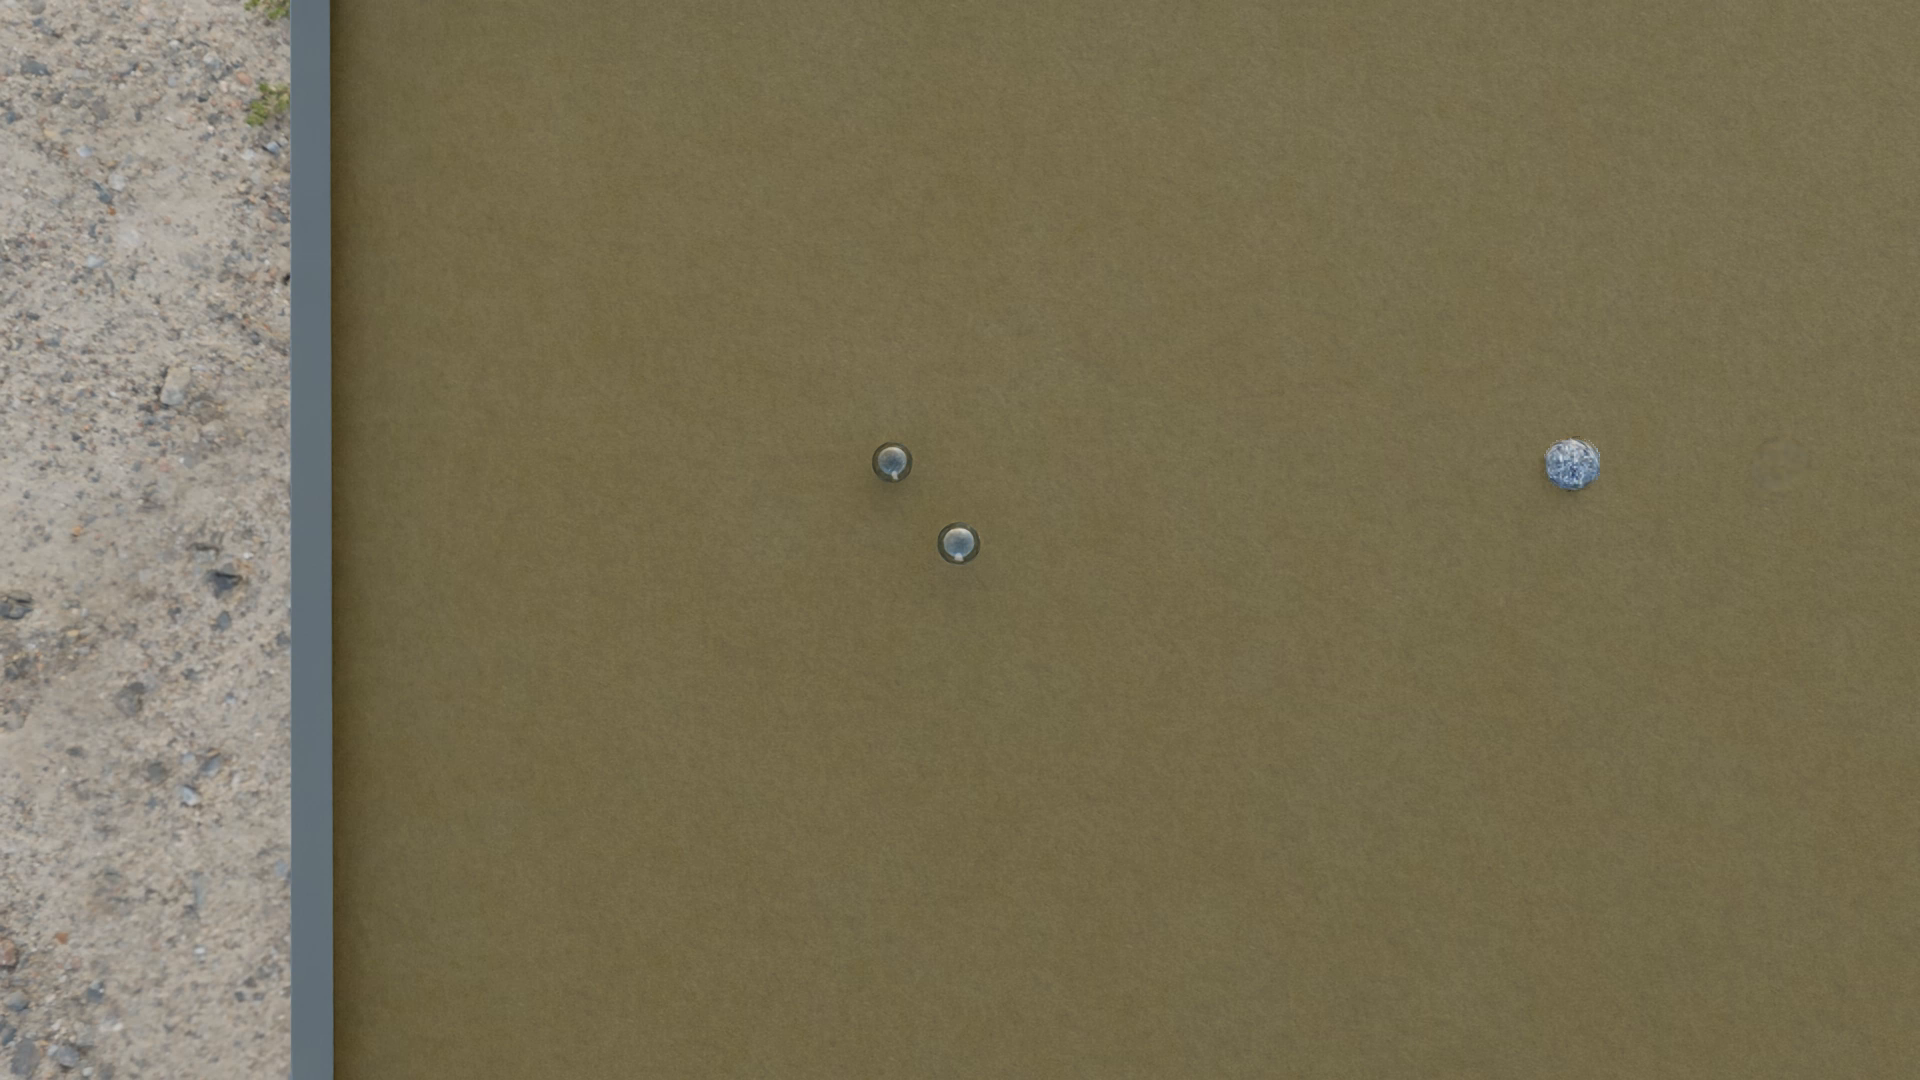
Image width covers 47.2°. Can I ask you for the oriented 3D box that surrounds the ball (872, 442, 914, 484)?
[{"bbox_3d":[-0.101,-0.116,3.288,0.062,0.062,0.062,0,82,0],"label":"ball"}]

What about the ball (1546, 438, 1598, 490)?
[{"bbox_3d":[0.913,-0.113,3.280,0.076,0.076,0.076,0,82,0],"label":"ball"}]

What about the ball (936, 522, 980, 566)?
[{"bbox_3d":[-0.002,0.006,3.268,0.065,0.065,0.065,0,82,0],"label":"ball"}]

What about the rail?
[{"bbox_3d":[-0.950,0.038,3.246,0.045,0.099,2.337,-2,82,0],"label":"rail"}]
